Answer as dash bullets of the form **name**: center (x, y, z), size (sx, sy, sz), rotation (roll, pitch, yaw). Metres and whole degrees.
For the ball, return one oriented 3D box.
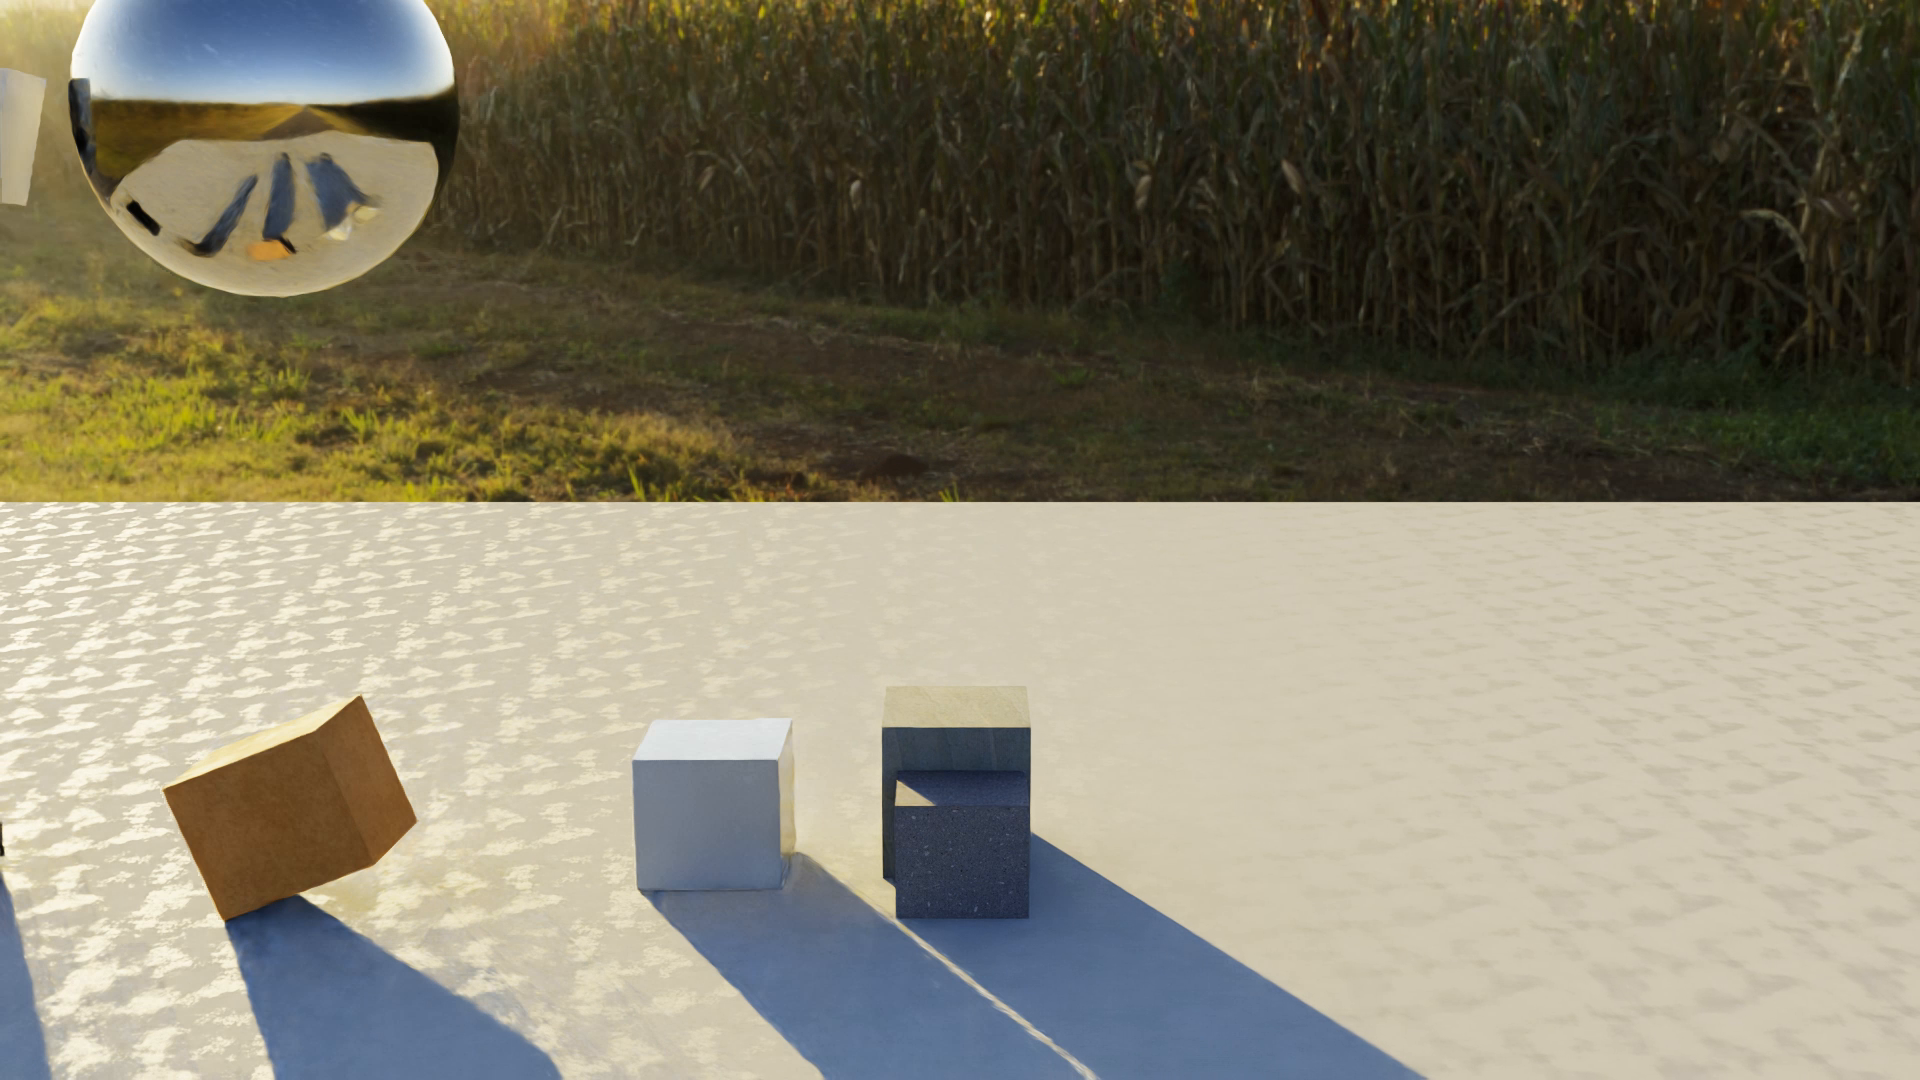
- **ball**: center (-2.927, -1.829, 10.848), size (1.600, 1.600, 1.600), rotation (0, 10, 0)

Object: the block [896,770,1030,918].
- **block**: center (0.009, 1.302, 11.023), size (0.560, 0.493, 0.544), rotation (0, 10, 0)

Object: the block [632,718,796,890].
- **block**: center (-1.085, 1.171, 11.436), size (0.632, 0.588, 0.678), rotation (-1, 11, 2)

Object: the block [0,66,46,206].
- **block**: center (-4.259, -1.753, 10.889), size (0.517, 0.556, 0.523), rotation (11, 5, -4)

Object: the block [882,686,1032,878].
- **block**: center (-0.016, 1.088, 11.660), size (0.654, 0.687, 0.765), rotation (0, 10, 0)

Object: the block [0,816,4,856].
- **block**: center (-4.633, 1.150, 11.561), size (0.512, 0.547, 0.516), rotation (-5, 5, -27)

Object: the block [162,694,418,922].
- **block**: center (-2.849, 1.135, 10.967), size (0.713, 0.615, 0.621), rotation (-21, 8, 8)
